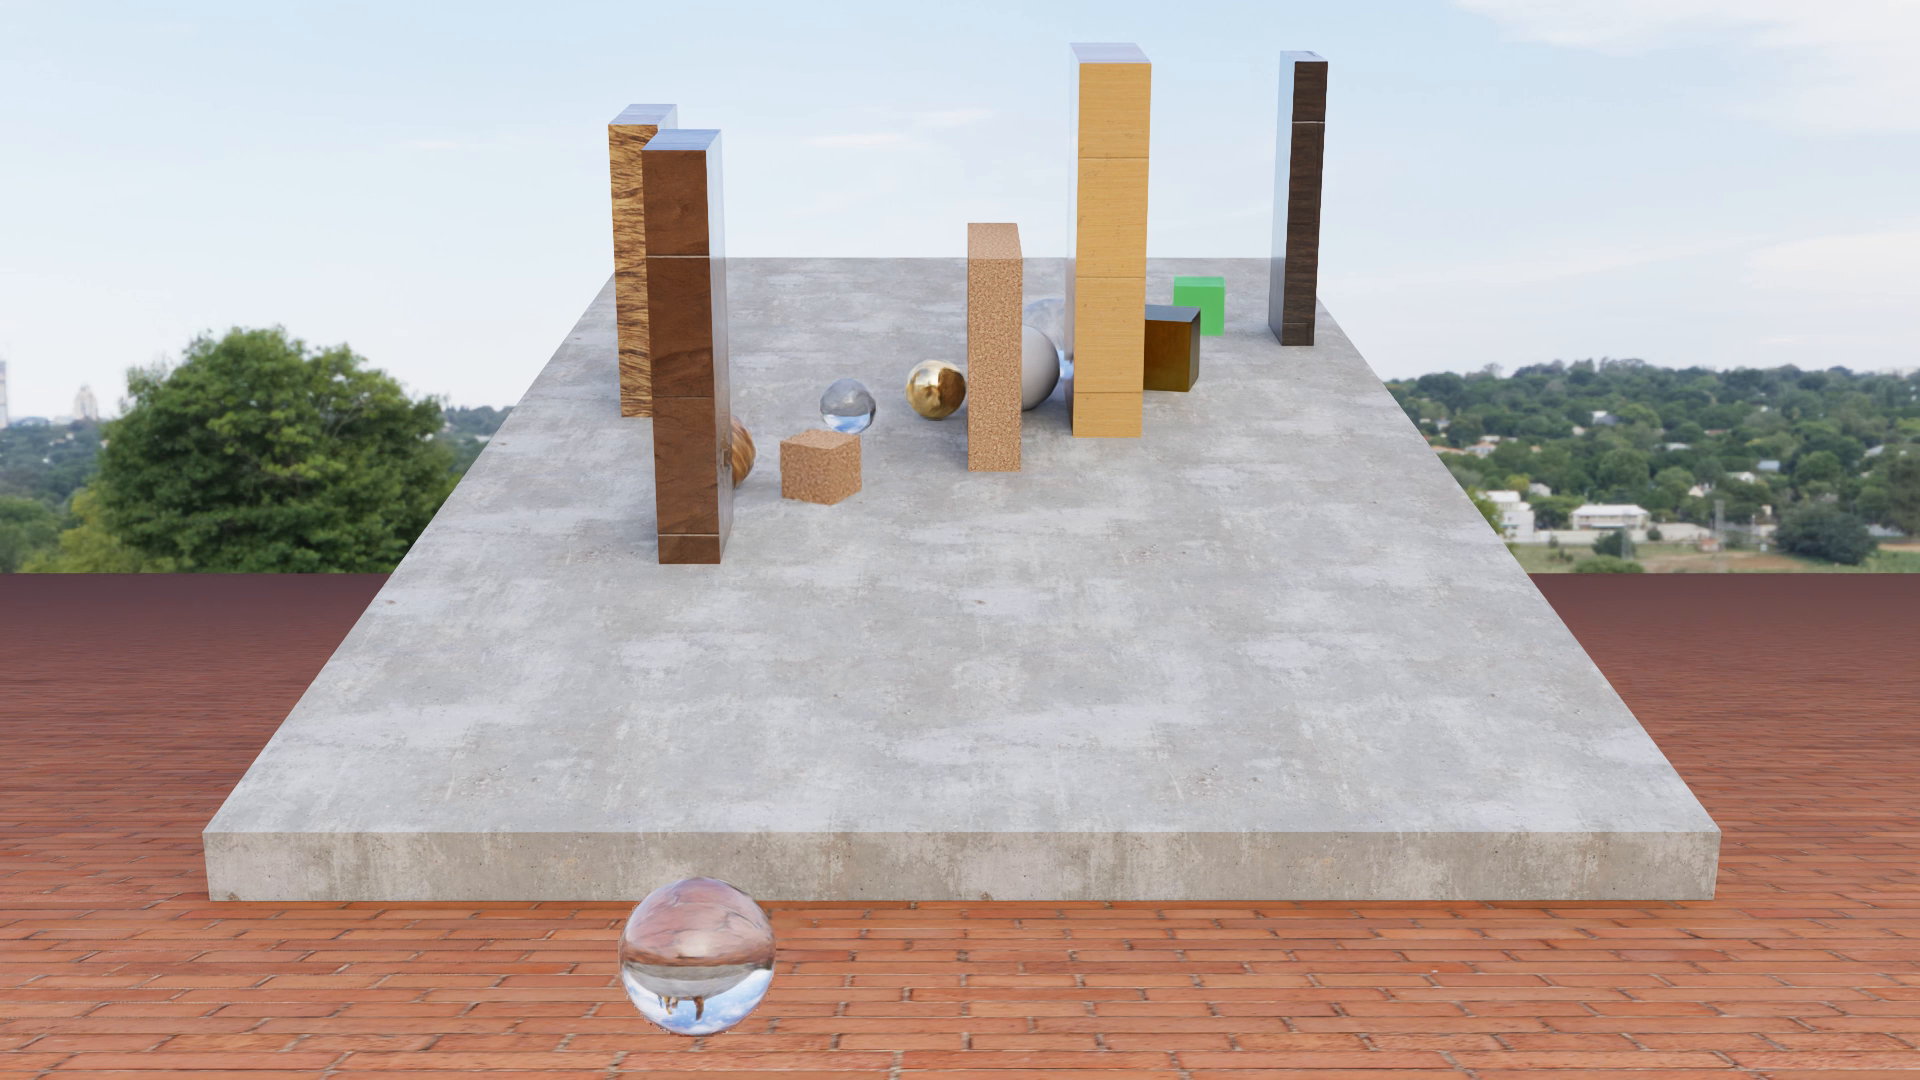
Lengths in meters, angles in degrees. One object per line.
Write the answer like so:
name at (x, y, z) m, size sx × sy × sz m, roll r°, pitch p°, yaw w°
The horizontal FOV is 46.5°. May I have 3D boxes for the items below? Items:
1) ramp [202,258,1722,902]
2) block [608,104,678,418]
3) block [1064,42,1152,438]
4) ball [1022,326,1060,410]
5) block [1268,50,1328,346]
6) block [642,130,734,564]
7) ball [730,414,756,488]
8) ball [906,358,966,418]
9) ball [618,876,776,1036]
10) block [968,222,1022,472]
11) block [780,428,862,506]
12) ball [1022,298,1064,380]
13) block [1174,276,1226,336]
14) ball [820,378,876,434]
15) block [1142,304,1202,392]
ramp at (-0.004, -0.187, 4.862) m, size 2.000 × 0.100 × 4.000 m, roll 0°, pitch 18°, yaw 0°
block at (-0.698, -0.633, 5.030) m, size 0.106 × 0.644 × 0.356 m, roll 0°, pitch 18°, yaw 0°
block at (0.316, -0.662, 4.886) m, size 0.147 × 0.791 × 0.426 m, roll 0°, pitch 18°, yaw 0°
ball at (0.130, -0.386, 5.007) m, size 0.190 × 0.190 × 0.190 m, roll 0°, pitch -1°, yaw 0°
block at (0.850, -0.862, 5.642) m, size 0.081 × 0.705 × 0.251 m, roll 0°, pitch 18°, yaw 0°
block at (-0.483, -0.347, 4.004) m, size 0.109 × 0.735 × 0.263 m, roll 0°, pitch 18°, yaw 0°
ball at (-0.485, -0.174, 4.391) m, size 0.166 × 0.166 × 0.166 m, roll 0°, pitch -1°, yaw 0°
ball at (-0.054, -0.334, 4.938) m, size 0.134 × 0.134 × 0.134 m, roll 0°, pitch -1°, yaw 0°
ball at (-0.249, 0.395, 2.126) m, size 0.149 × 0.149 × 0.149 m, roll 0°, pitch -1°, yaw 0°
block at (0.070, -0.411, 4.683) m, size 0.107 × 0.438 × 0.410 m, roll 0°, pitch 18°, yaw 0°
block at (-0.272, -0.143, 4.383) m, size 0.114 × 0.114 × 0.114 m, roll 10°, pitch 20°, yaw 27°
ball at (0.218, -0.474, 5.270) m, size 0.194 × 0.194 × 0.194 m, roll 0°, pitch -1°, yaw 0°
block at (0.616, -0.604, 5.775) m, size 0.131 × 0.131 × 0.131 m, roll 2°, pitch 18°, yaw 5°
ball at (-0.241, -0.286, 4.806) m, size 0.122 × 0.122 × 0.122 m, roll 0°, pitch -1°, yaw 0°
block at (0.469, -0.452, 5.248) m, size 0.167 × 0.167 × 0.167 m, roll 4°, pitch 19°, yaw 13°
